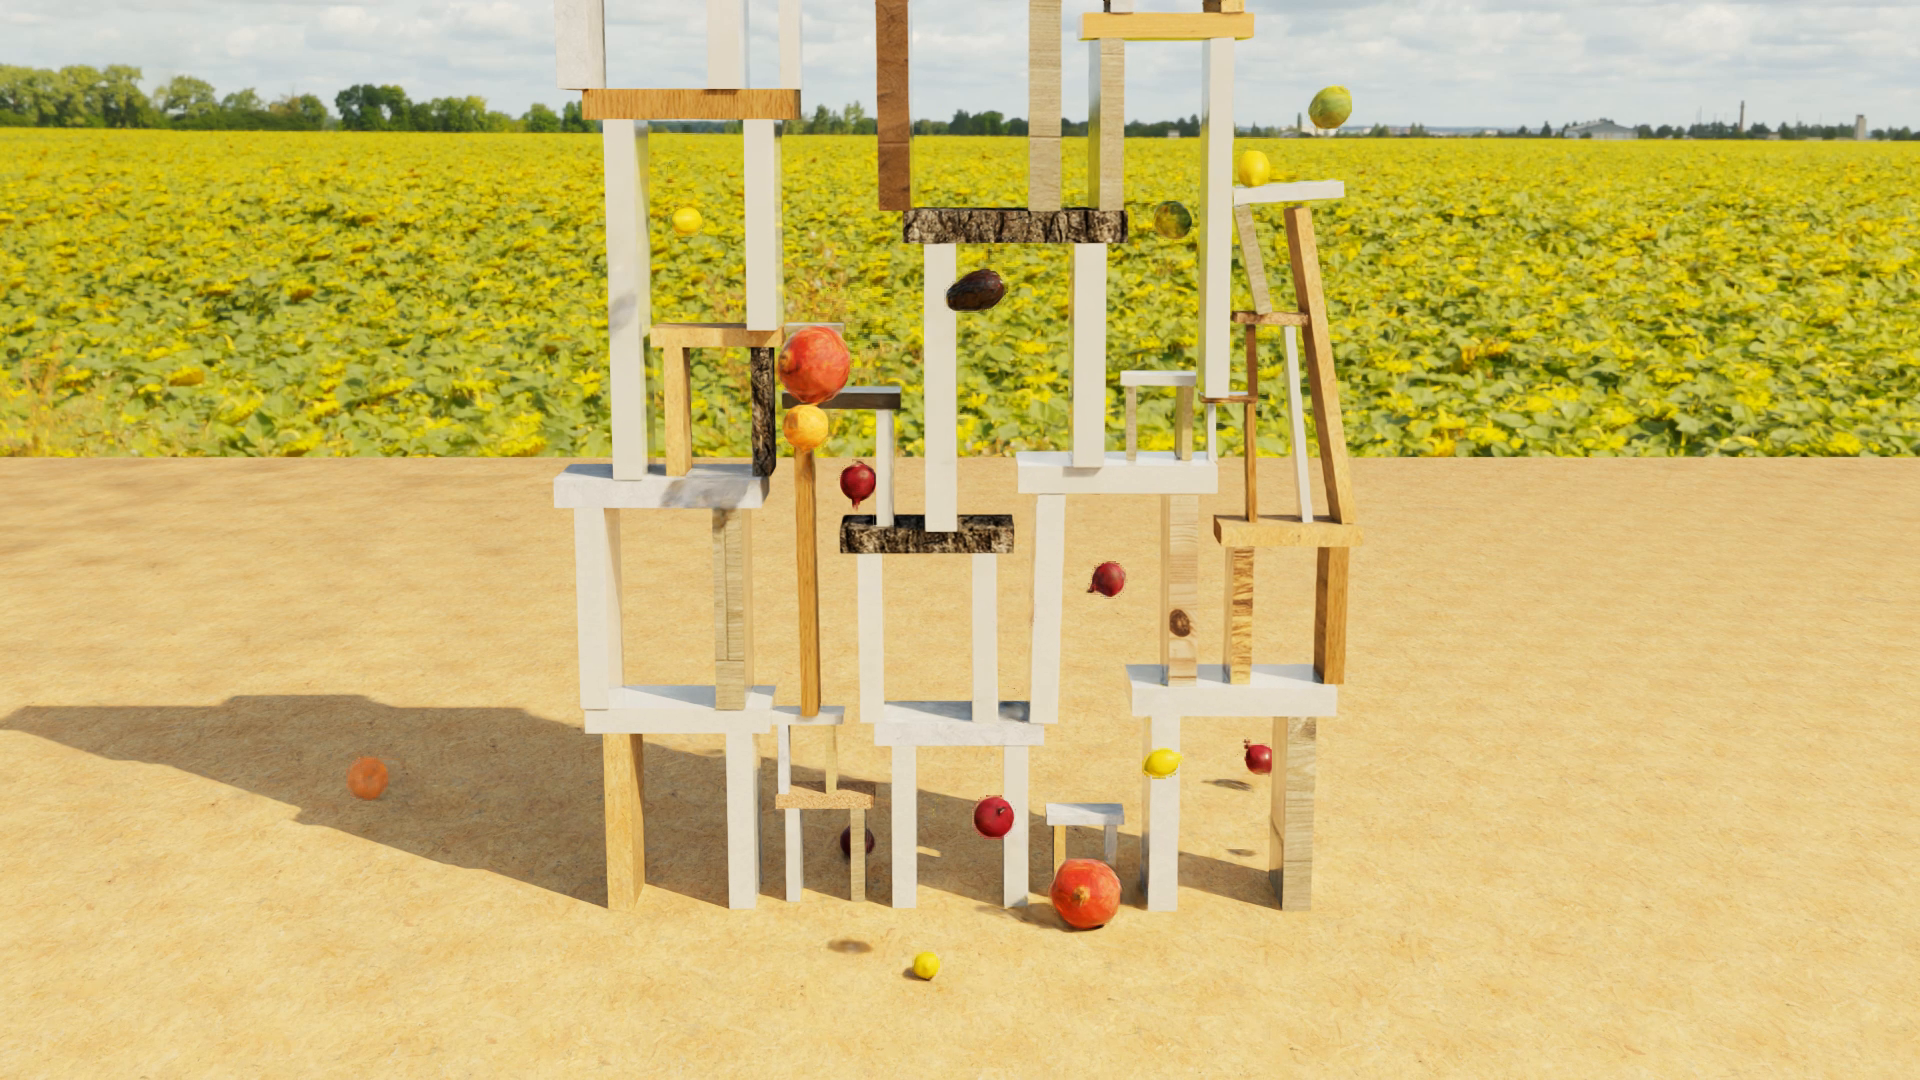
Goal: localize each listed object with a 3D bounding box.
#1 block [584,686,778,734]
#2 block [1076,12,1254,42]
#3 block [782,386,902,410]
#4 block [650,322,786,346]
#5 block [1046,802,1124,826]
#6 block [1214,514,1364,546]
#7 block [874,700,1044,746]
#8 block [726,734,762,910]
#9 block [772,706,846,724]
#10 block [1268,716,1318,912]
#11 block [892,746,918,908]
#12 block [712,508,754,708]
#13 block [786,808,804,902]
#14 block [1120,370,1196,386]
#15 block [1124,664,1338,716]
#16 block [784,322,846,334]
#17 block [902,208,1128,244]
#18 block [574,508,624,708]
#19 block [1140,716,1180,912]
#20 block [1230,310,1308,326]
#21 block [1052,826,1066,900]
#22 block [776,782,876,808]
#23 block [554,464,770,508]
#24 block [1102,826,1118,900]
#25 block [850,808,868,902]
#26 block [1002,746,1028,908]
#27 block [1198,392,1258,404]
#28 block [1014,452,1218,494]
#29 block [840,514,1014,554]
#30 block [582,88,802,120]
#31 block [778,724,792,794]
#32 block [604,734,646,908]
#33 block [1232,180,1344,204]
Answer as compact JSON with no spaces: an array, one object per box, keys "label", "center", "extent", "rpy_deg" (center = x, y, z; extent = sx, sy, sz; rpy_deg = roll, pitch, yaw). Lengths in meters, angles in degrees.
[{"label":"block","center":[-0.455,0.277,3.611],"extent":[0.297,0.042,0.149],"rpy_deg":[0,11,0]},{"label":"block","center":[0.317,-0.797,3.415],"extent":[0.261,0.037,0.131],"rpy_deg":[0,11,-1]},{"label":"block","center":[-0.188,-0.227,3.522],"extent":[0.187,0.027,0.094],"rpy_deg":[0,11,0]},{"label":"block","center":[-0.383,-0.327,3.503],"extent":[0.205,0.029,0.103],"rpy_deg":[0,11,0]},{"label":"block","center":[0.207,0.455,3.649],"extent":[0.128,0.018,0.064],"rpy_deg":[0,11,0]},{"label":"block","center":[0.529,-0.015,3.555],"extent":[0.226,0.032,0.113],"rpy_deg":[0,11,0]},{"label":"block","center":[-0.001,0.301,3.615],"extent":[0.274,0.039,0.137],"rpy_deg":[0,11,0]},{"label":"block","center":[-0.356,0.444,3.642],"extent":[0.042,0.297,0.148],"rpy_deg":[0,11,0]},{"label":"block","center":[-0.248,0.287,3.610],"extent":[0.117,0.017,0.059],"rpy_deg":[0,11,0]},{"label":"block","center":[0.549,0.430,3.636],"extent":[0.046,0.328,0.164],"rpy_deg":[0,11,0]},{"label":"block","center":[-0.091,0.455,3.643],"extent":[0.039,0.275,0.137],"rpy_deg":[0,11,0]},{"label":"block","center":[-0.368,0.095,3.580],"extent":[0.046,0.327,0.163],"rpy_deg":[0,11,0]},{"label":"block","center":[-0.275,0.511,3.654],"extent":[0.023,0.160,0.080],"rpy_deg":[0,11,0]},{"label":"block","center":[0.318,-0.259,3.522],"extent":[0.120,0.017,0.060],"rpy_deg":[1,11,4]},{"label":"block","center":[0.440,0.245,3.604],"extent":[0.328,0.046,0.164],"rpy_deg":[0,11,0]},{"label":"block","center":[-0.230,-0.336,3.493],"extent":[0.092,0.013,0.046],"rpy_deg":[1,11,3]},{"label":"block","center":[0.085,-0.496,3.464],"extent":[0.347,0.049,0.174],"rpy_deg":[0,11,0]},{"label":"block","center":[-0.586,0.095,3.580],"extent":[0.046,0.327,0.163],"rpy_deg":[0,11,0]},{"label":"block","center":[0.331,0.430,3.636],"extent":[0.046,0.328,0.164],"rpy_deg":[0,11,0]},{"label":"block","center":[0.491,-0.353,3.492],"extent":[0.113,0.016,0.056],"rpy_deg":[1,11,-3]},{"label":"block","center":[0.164,0.526,3.662],"extent":[0.018,0.128,0.064],"rpy_deg":[0,11,0]},{"label":"block","center":[-0.221,0.421,3.638],"extent":[0.160,0.023,0.080],"rpy_deg":[0,11,0]},{"label":"block","center":[-0.477,-0.088,3.546],"extent":[0.327,0.046,0.163],"rpy_deg":[0,11,0]},{"label":"block","center":[0.250,0.526,3.662],"extent":[0.018,0.128,0.064],"rpy_deg":[0,11,0]},{"label":"block","center":[-0.168,0.511,3.654],"extent":[0.023,0.160,0.080],"rpy_deg":[0,11,0]},{"label":"block","center":[0.092,0.455,3.645],"extent":[0.039,0.274,0.137],"rpy_deg":[0,11,0]},{"label":"block","center":[0.429,-0.228,3.519],"extent":[0.092,0.013,0.046],"rpy_deg":[0,11,-1]},{"label":"block","center":[0.248,-0.109,3.542],"extent":[0.314,0.044,0.157],"rpy_deg":[0,11,0]},{"label":"block","center":[-0.053,-0.010,3.558],"extent":[0.277,0.039,0.139],"rpy_deg":[0,11,0]},{"label":"block","center":[-0.415,-0.679,3.431],"extent":[0.322,0.046,0.161],"rpy_deg":[0,11,0]},{"label":"block","center":[-0.289,0.353,3.622],"extent":[0.017,0.117,0.058],"rpy_deg":[0,11,0]},{"label":"block","center":[-0.554,0.444,3.642],"extent":[0.042,0.297,0.149],"rpy_deg":[0,11,0]},{"label":"block","center":[0.509,-0.546,3.449],"extent":[0.172,0.024,0.086],"rpy_deg":[-4,12,1]}]
